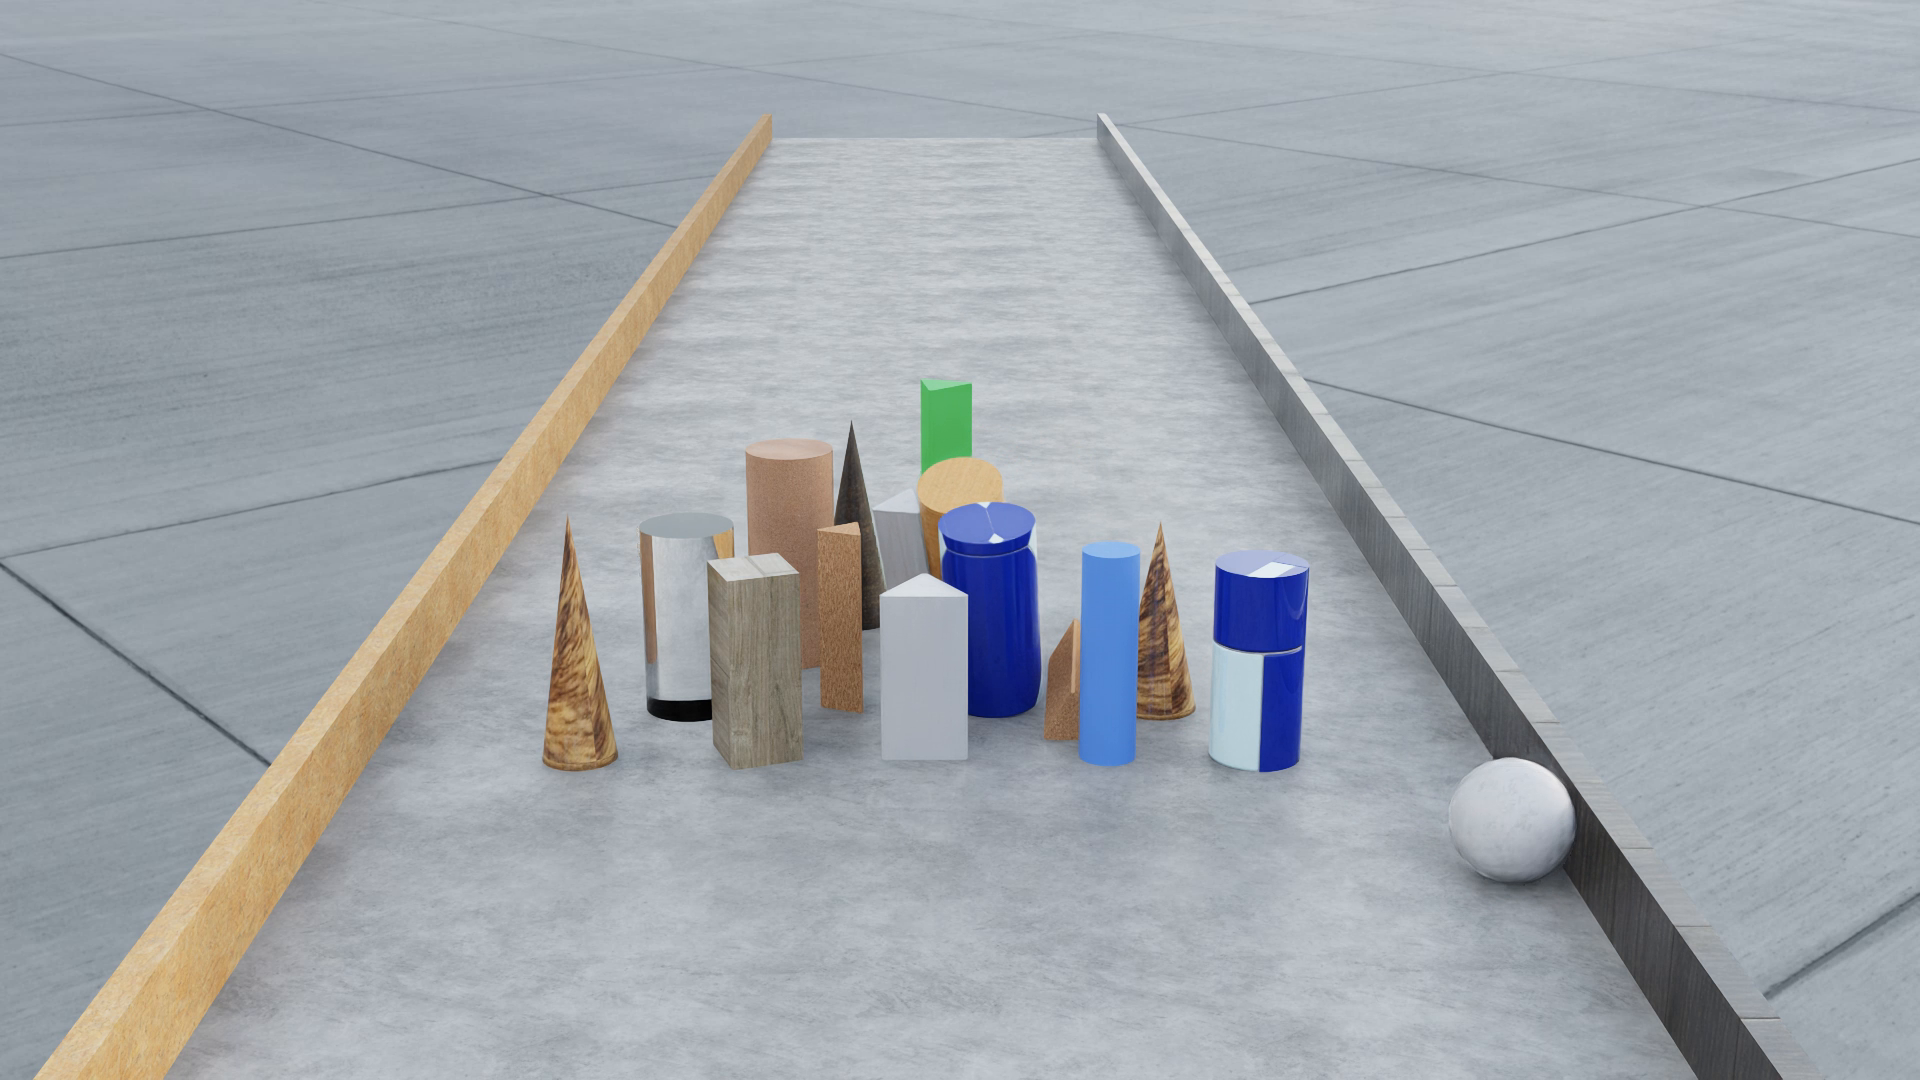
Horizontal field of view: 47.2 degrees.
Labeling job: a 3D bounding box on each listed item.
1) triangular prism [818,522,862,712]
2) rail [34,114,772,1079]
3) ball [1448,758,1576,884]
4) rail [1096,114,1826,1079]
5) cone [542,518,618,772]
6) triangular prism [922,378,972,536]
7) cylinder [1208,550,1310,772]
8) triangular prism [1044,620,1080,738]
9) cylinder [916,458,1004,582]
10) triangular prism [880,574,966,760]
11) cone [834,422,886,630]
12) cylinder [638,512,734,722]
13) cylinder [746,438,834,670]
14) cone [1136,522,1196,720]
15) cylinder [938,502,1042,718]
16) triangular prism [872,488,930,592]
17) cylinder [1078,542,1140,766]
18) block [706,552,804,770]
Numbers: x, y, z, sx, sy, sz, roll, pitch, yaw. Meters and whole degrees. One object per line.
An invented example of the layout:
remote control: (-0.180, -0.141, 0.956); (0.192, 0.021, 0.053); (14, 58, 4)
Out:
triangular prism: (-0.209, 0.143, 4.133); (0.087, 0.349, 0.076); (7, 18, 23)
rail: (-1.118, -0.838, 7.780); (0.050, 0.150, 12.000); (0, 17, -1)
ball: (0.858, 0.436, 3.421); (0.194, 0.194, 0.194); (0, 17, 0)
rail: (0.932, -0.844, 7.801); (0.050, 0.150, 12.000); (0, 17, -1)
cone: (-0.678, 0.170, 3.860); (0.134, 0.453, 0.134); (0, 17, 0)
triangular prism: (-0.051, -0.128, 4.865); (0.118, 0.451, 0.102); (-14, 21, -38)
cylinder: (0.527, 0.213, 3.884); (0.163, 0.358, 0.163); (0, 17, 0)
triangular prism: (0.218, 0.259, 4.190); (0.104, 0.090, 0.420); (1, 17, 4)
cylinder: (0.019, 0.045, 4.311); (0.164, 0.405, 0.164); (-4, 42, 4)
triangular prism: (-0.063, 0.225, 3.934); (0.151, 0.306, 0.130); (0, 17, 0)
cone: (-0.224, -0.042, 4.603); (0.162, 0.435, 0.162); (0, 17, 0)
cylinder: (-0.507, 0.143, 4.121); (0.174, 0.356, 0.174); (0, 17, 0)
cylinder: (-0.335, 0.027, 4.381); (0.172, 0.430, 0.172); (0, 17, 0)
cone: (0.371, 0.139, 4.116); (0.152, 0.367, 0.152); (0, 17, 0)
cylinder: (0.058, 0.131, 4.109); (0.179, 0.362, 0.179); (-3, 26, 1)
triangular prism: (-0.086, 0.072, 4.335); (0.097, 0.357, 0.084); (5, 34, 21)
cylinder: (0.263, 0.201, 3.877); (0.102, 0.384, 0.102); (0, 17, 0)
block: (-0.363, 0.214, 3.896); (0.130, 0.348, 0.130); (-6, 18, -21)
